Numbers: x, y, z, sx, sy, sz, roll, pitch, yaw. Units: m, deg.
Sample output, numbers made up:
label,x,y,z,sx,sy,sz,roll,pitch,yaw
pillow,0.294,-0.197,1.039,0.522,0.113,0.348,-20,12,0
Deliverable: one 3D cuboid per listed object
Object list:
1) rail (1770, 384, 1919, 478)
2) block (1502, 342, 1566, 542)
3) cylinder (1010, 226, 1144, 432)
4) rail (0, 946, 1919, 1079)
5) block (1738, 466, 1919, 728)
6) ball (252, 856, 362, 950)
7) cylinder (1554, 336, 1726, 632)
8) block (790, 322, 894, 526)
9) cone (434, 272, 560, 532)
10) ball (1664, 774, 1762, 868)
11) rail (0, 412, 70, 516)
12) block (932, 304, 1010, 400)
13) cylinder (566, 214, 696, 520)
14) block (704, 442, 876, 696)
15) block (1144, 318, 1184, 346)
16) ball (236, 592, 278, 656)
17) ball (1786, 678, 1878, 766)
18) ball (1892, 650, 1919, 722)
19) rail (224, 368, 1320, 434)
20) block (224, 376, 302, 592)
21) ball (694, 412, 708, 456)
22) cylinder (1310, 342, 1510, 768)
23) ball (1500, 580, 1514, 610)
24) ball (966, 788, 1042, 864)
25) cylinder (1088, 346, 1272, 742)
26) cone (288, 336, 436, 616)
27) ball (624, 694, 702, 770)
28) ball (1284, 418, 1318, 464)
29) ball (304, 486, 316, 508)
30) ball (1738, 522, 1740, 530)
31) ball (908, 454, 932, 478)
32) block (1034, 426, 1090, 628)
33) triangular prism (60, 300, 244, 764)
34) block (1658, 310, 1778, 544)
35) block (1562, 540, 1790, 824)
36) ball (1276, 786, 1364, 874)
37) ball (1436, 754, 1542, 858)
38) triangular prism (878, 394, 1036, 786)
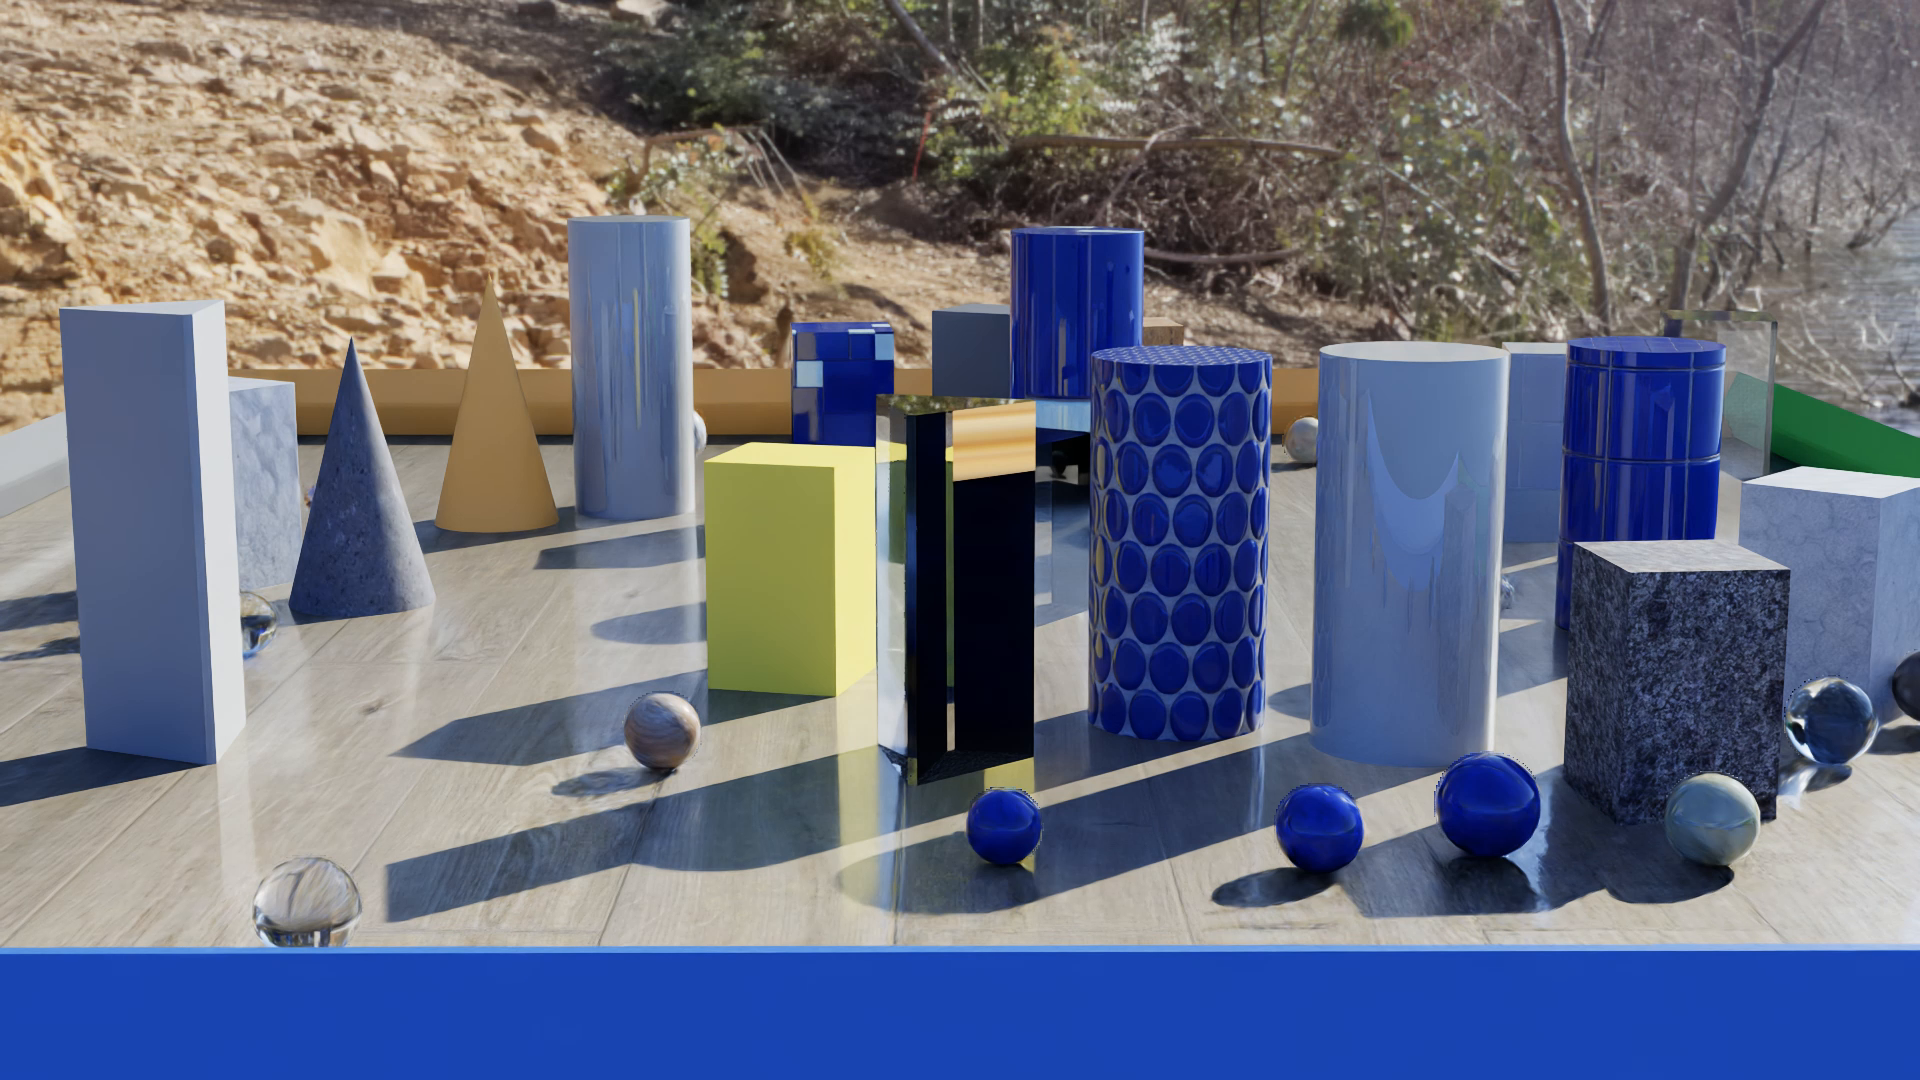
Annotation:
label,x,y,z,sx,sy,sz,roll,pitch,yaw
rail,1.539,0.032,3.457,0.045,0.130,3.414,0,10,0
block,0.932,-0.155,4.023,0.160,0.293,0.160,1,11,7
cylinder,0.174,-0.222,3.857,0.199,0.485,0.199,0,10,0
rail,0.010,0.339,1.794,3.125,0.130,0.045,0,10,0
block,0.992,0.064,2.916,0.160,0.265,0.160,9,14,41
ball,-0.536,0.304,2.106,0.088,0.088,0.088,0,10,0
cylinder,0.885,-0.070,3.343,0.199,0.372,0.199,0,10,0
block,-0.191,-0.189,4.155,0.160,0.312,0.160,-1,11,-5
cone,-0.749,-0.229,4.116,0.199,0.404,0.199,0,10,0
ball,0.692,0.258,2.359,0.086,0.086,0.086,0,10,0
rail,-1.539,0.035,3.440,0.045,0.130,3.414,0,10,0
block,0.058,-0.265,4.601,0.160,0.299,0.160,5,12,26
cylinder,-0.540,-0.288,4.226,0.199,0.481,0.199,0,10,0
block,-0.201,0.032,3.071,0.160,0.272,0.160,3,11,15
block,0.297,-0.246,4.546,0.160,0.281,0.160,-2,11,-9
ball,-0.895,0.105,3.208,0.079,0.079,0.079,0,10,0
ball,0.919,0.191,2.704,0.092,0.092,0.092,0,10,0
ball,1.080,0.163,2.849,0.083,0.083,0.083,0,10,0
rail,-0.010,-0.273,5.104,3.125,0.130,0.045,0,10,0
block,-1.053,-0.079,3.634,0.160,0.285,0.160,7,12,32
ball,-0.522,-0.198,4.790,0.100,0.100,0.100,0,10,0
cylinder,0.481,0.010,2.758,0.199,0.428,0.199,0,10,0
ball,0.730,0.074,3.474,0.043,0.043,0.043,0,10,0
ball,0.040,0.265,2.368,0.070,0.070,0.070,0,10,0
cylinder,0.244,-0.001,2.862,0.199,0.412,0.199,0,10,0
cone,-0.823,-0.097,3.502,0.199,0.368,0.199,0,10,0
ball,-0.311,0.201,2.685,0.081,0.081,0.081,0,10,0
ball,0.645,-0.184,4.750,0.086,0.086,0.086,0,10,0
ball,-1.062,-0.068,4.241,0.044,0.044,0.044,0,10,0
ball,1.232,-0.021,3.987,0.043,0.043,0.043,0,10,0
ball,-0.072,-0.133,4.592,0.043,0.043,0.043,0,10,0
block,0.071,-0.022,3.444,0.160,0.241,0.160,7,13,34
triangular prism,-0.836,-0.016,2.768,0.173,0.476,0.150,5,12,25
block,1.133,-0.159,3.868,0.160,0.358,0.160,2,11,13
block,0.710,0.138,2.557,0.160,0.250,0.160,-1,11,-6
ball,0.328,0.264,2.341,0.080,0.080,0.080,0,10,0
ball,0.492,0.247,2.389,0.096,0.096,0.096,0,10,0
triangular prism,-0.036,0.043,2.706,0.173,0.383,0.150,-9,14,-42
